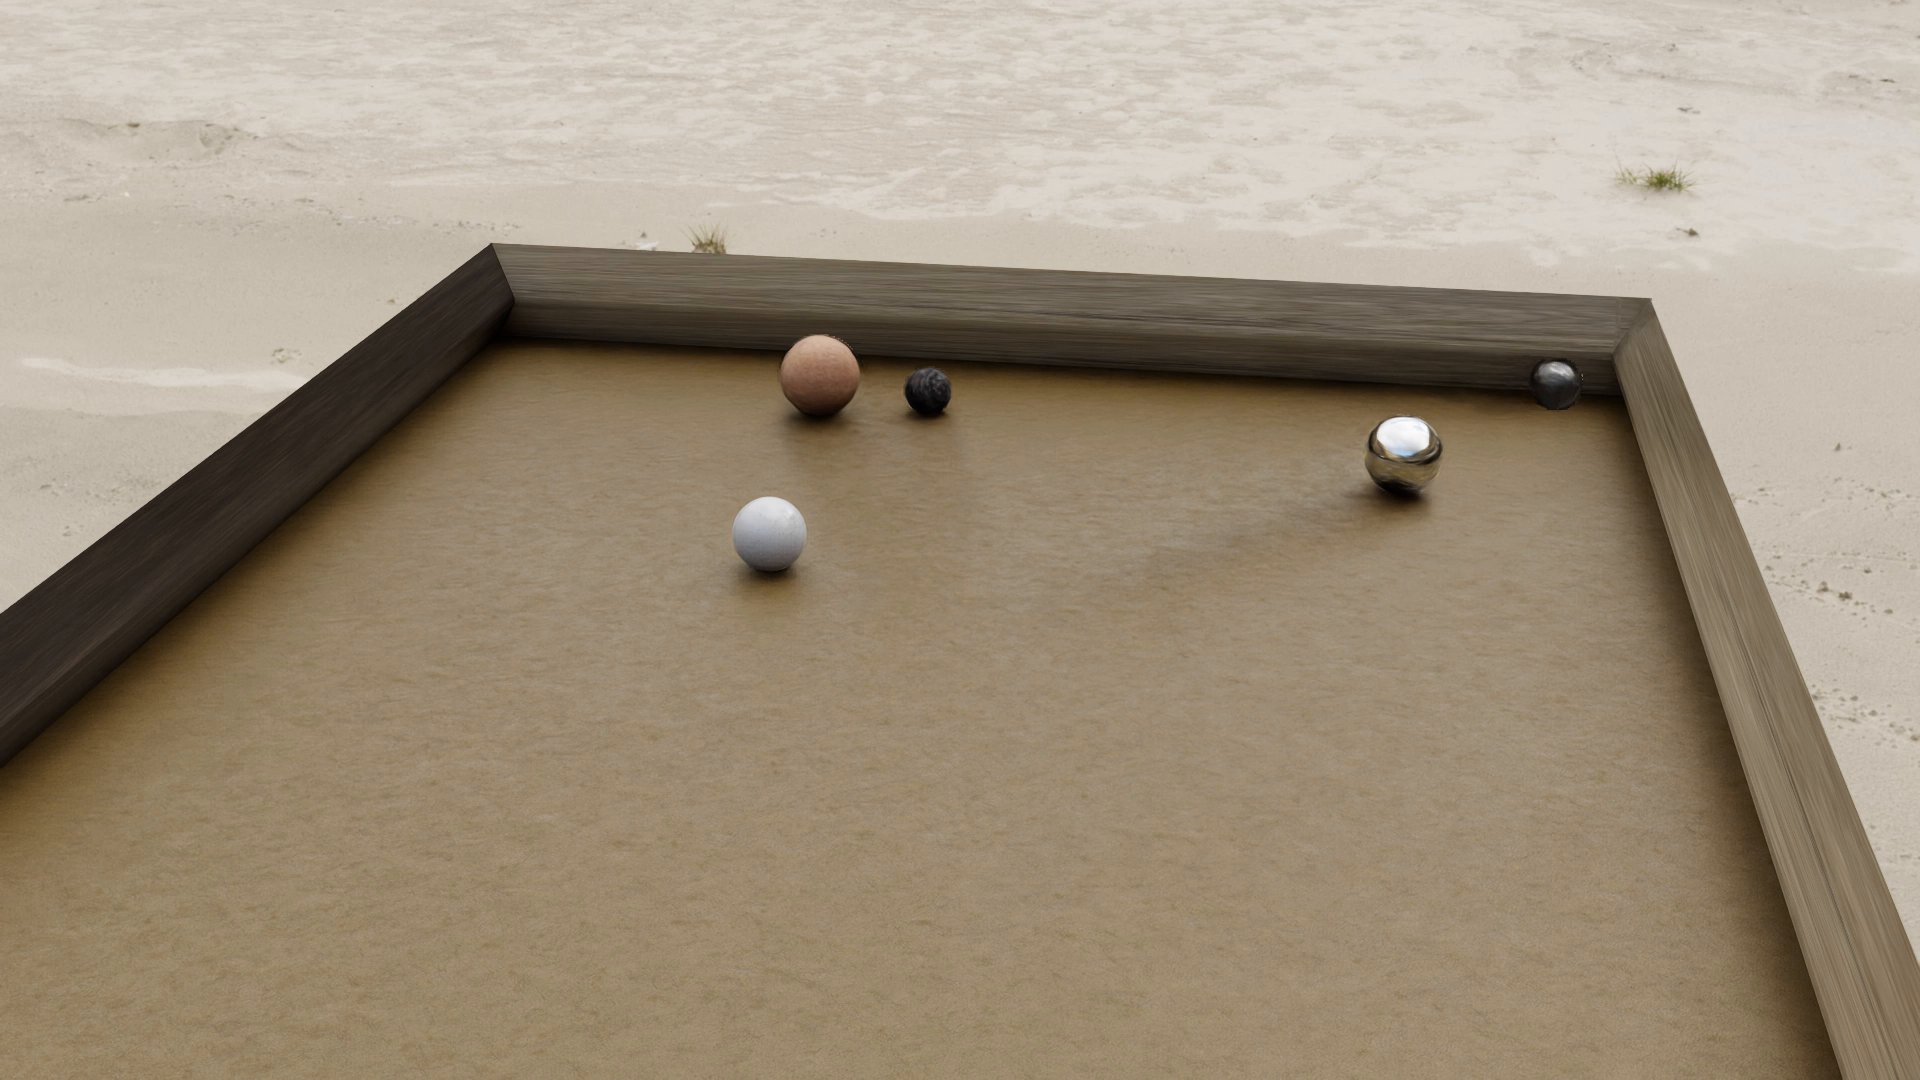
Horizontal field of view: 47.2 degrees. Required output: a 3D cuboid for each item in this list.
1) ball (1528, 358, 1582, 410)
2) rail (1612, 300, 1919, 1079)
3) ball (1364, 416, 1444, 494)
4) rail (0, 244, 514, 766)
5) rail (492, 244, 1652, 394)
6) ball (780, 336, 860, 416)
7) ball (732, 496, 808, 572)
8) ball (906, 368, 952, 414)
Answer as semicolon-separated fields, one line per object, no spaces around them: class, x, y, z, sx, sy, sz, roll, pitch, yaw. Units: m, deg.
ball;0.749;-0.197;2.770;0.064;0.064;0.064;0;23;0
rail;0.618;0.299;1.542;0.045;0.129;2.782;4;24;9
ball;0.506;-0.097;2.507;0.090;0.090;0.090;0;23;0
rail;-0.848;0.201;1.768;0.045;0.129;2.782;4;24;9
rail;0.111;-0.287;2.892;1.534;0.129;0.045;4;24;9
ball;-0.175;-0.205;2.744;0.100;0.100;0.100;0;23;0
ball;-0.200;-0.006;2.312;0.079;0.079;0.079;0;23;0
ball;-0.040;-0.186;2.753;0.058;0.058;0.058;0;23;0
